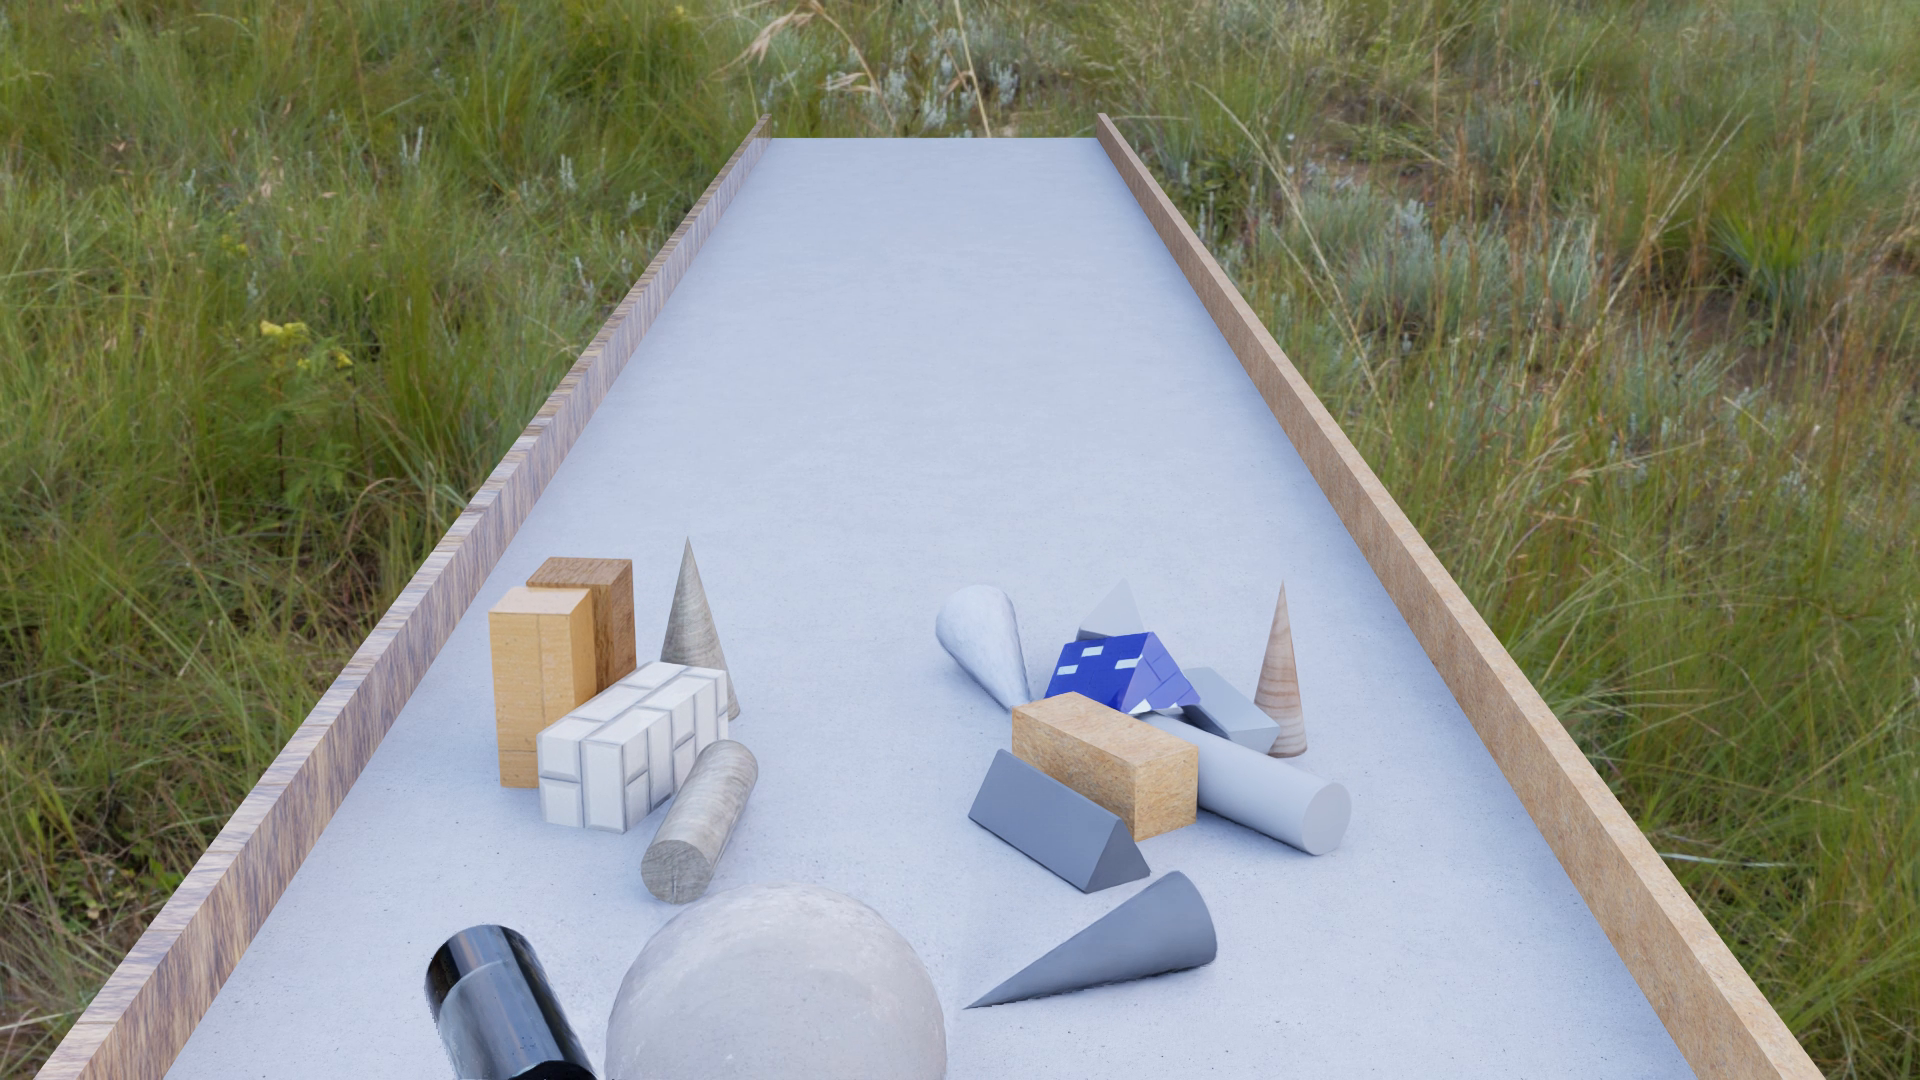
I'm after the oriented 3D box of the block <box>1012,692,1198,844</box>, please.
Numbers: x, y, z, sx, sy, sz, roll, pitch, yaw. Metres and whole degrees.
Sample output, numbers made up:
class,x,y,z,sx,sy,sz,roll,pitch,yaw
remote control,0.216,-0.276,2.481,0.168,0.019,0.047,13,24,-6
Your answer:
class,x,y,z,sx,sy,sz,roll,pitch,yaw
block,0.241,0.379,3.714,0.136,0.136,0.323,-12,20,-35

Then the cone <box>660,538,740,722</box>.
class,x,y,z,sx,sy,sz,roll,pitch,yaw
cone,-0.500,0.157,4.086,0.173,0.349,0.173,0,17,0

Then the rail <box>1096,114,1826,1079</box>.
class,x,y,z,sx,sy,sz,roll,pitch,yaw
rail,0.932,-0.844,7.801,0.050,0.150,12.000,0,17,-1

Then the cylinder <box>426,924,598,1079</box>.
class,x,y,z,sx,sy,sz,roll,pitch,yaw
cylinder,-0.571,0.641,2.803,0.153,0.153,0.388,-7,18,-22

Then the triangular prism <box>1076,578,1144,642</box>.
class,x,y,z,sx,sy,sz,roll,pitch,yaw
triangular prism,0.289,0.156,4.160,0.123,0.106,0.417,12,-10,3

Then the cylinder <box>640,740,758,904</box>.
class,x,y,z,sx,sy,sz,roll,pitch,yaw
cylinder,-0.414,0.447,3.536,0.108,0.108,0.409,1,17,5

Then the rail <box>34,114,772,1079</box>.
class,x,y,z,sx,sy,sz,roll,pitch,yaw
rail,-1.118,-0.838,7.780,0.050,0.150,12.000,0,17,-1

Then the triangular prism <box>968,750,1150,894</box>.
class,x,y,z,sx,sy,sz,roll,pitch,yaw
triangular prism,0.157,0.441,3.541,0.126,0.109,0.339,-10,19,-30

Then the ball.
class,x,y,z,sx,sy,sz,roll,pitch,yaw
ball,-0.212,0.593,2.541,0.395,0.395,0.395,0,17,0

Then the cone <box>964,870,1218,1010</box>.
class,x,y,z,sx,sy,sz,roll,pitch,yaw
cone,0.167,0.596,3.101,0.369,0.141,0.141,-18,22,-19

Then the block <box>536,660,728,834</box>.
class,x,y,z,sx,sy,sz,roll,pitch,yaw
block,-0.556,0.350,3.780,0.154,0.154,0.385,6,18,20

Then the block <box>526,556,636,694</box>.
class,x,y,z,sx,sy,sz,roll,pitch,yaw
block,-0.674,0.211,3.943,0.152,0.328,0.152,2,17,6

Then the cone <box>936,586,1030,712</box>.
class,x,y,z,sx,sy,sz,roll,pitch,yaw
cone,0.086,0.263,4.200,0.165,0.165,0.451,-4,27,-14

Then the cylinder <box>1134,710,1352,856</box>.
class,x,y,z,sx,sy,sz,roll,pitch,yaw
cylinder,0.452,0.400,3.669,0.121,0.121,0.420,-13,21,-38

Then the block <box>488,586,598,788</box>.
class,x,y,z,sx,sy,sz,roll,pitch,yaw
block,-0.717,0.256,3.807,0.140,0.318,0.140,1,17,6

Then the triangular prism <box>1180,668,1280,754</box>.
class,x,y,z,sx,sy,sz,roll,pitch,yaw
triangular prism,0.480,0.306,3.975,0.085,0.098,0.319,-34,22,-5

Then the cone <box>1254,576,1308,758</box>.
class,x,y,z,sx,sy,sz,roll,pitch,yaw
cone,0.570,0.218,3.927,0.115,0.322,0.115,0,17,0

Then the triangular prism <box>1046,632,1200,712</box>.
class,x,y,z,sx,sy,sz,roll,pitch,yaw
triangular prism,0.274,0.240,3.960,0.152,0.132,0.369,-6,-3,-21
